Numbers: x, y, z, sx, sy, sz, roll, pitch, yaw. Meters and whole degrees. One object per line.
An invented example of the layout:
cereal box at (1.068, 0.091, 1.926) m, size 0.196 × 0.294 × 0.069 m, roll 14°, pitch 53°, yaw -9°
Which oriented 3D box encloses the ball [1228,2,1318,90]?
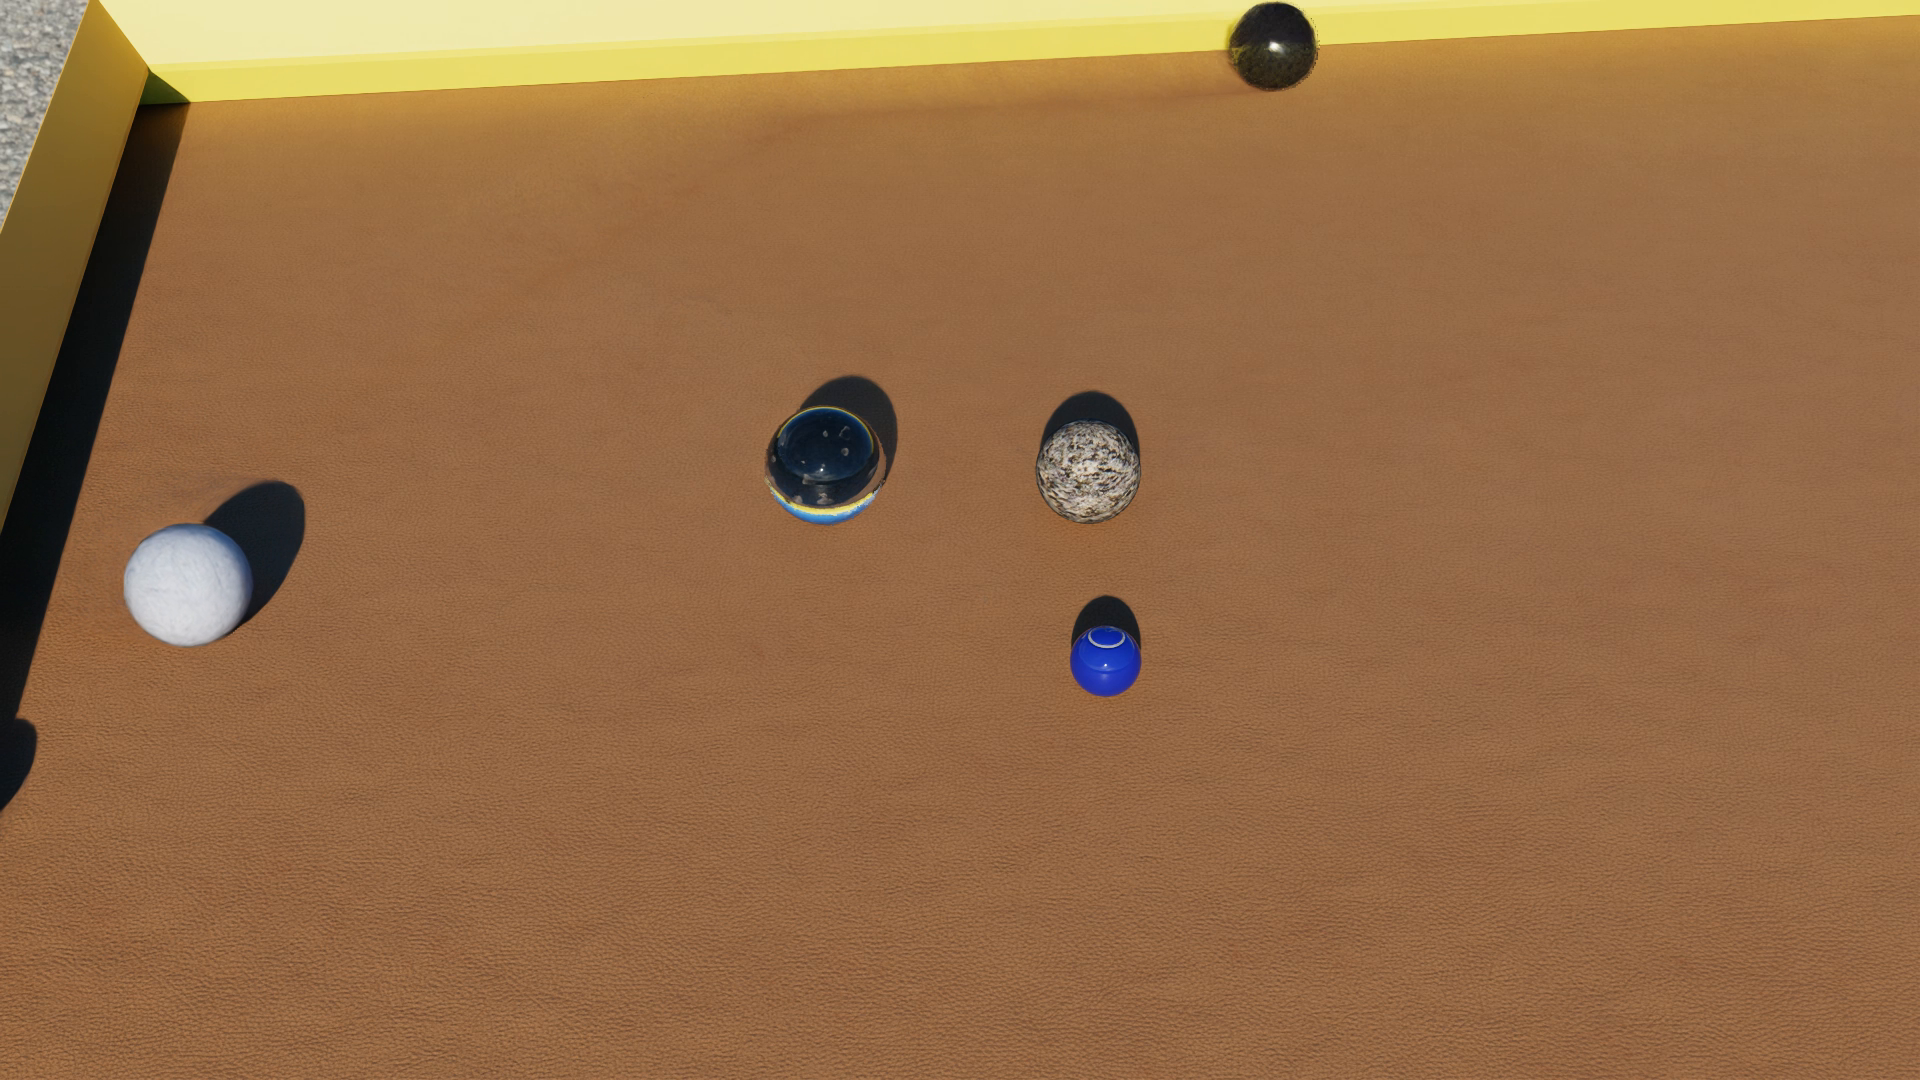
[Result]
ball at (0.283, -0.447, 2.324) m, size 0.080 × 0.080 × 0.080 m, roll 0°, pitch 36°, yaw 0°

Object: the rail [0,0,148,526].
rail at (-0.646, 0.026, 1.638) m, size 0.045 × 0.108 × 1.607 m, roll -4°, pitch 36°, yaw -5°

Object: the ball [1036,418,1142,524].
ball at (0.089, -0.048, 1.772) m, size 0.073 × 0.073 × 0.073 m, roll 0°, pitch 36°, yaw 0°

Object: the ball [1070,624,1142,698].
ball at (0.092, 0.077, 1.623) m, size 0.046 × 0.046 × 0.046 m, roll 0°, pitch 36°, yaw 0°

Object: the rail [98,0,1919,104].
rail at (0.579, -0.515, 2.393) m, size 2.698 × 0.108 × 0.045 m, roll -4°, pitch 36°, yaw -5°

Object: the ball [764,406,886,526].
ball at (-0.093, -0.052, 1.770) m, size 0.083 × 0.083 × 0.083 m, roll 0°, pitch 36°, yaw 0°

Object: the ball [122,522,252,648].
ball at (-0.499, 0.029, 1.659) m, size 0.081 × 0.081 × 0.081 m, roll 0°, pitch 36°, yaw 0°
